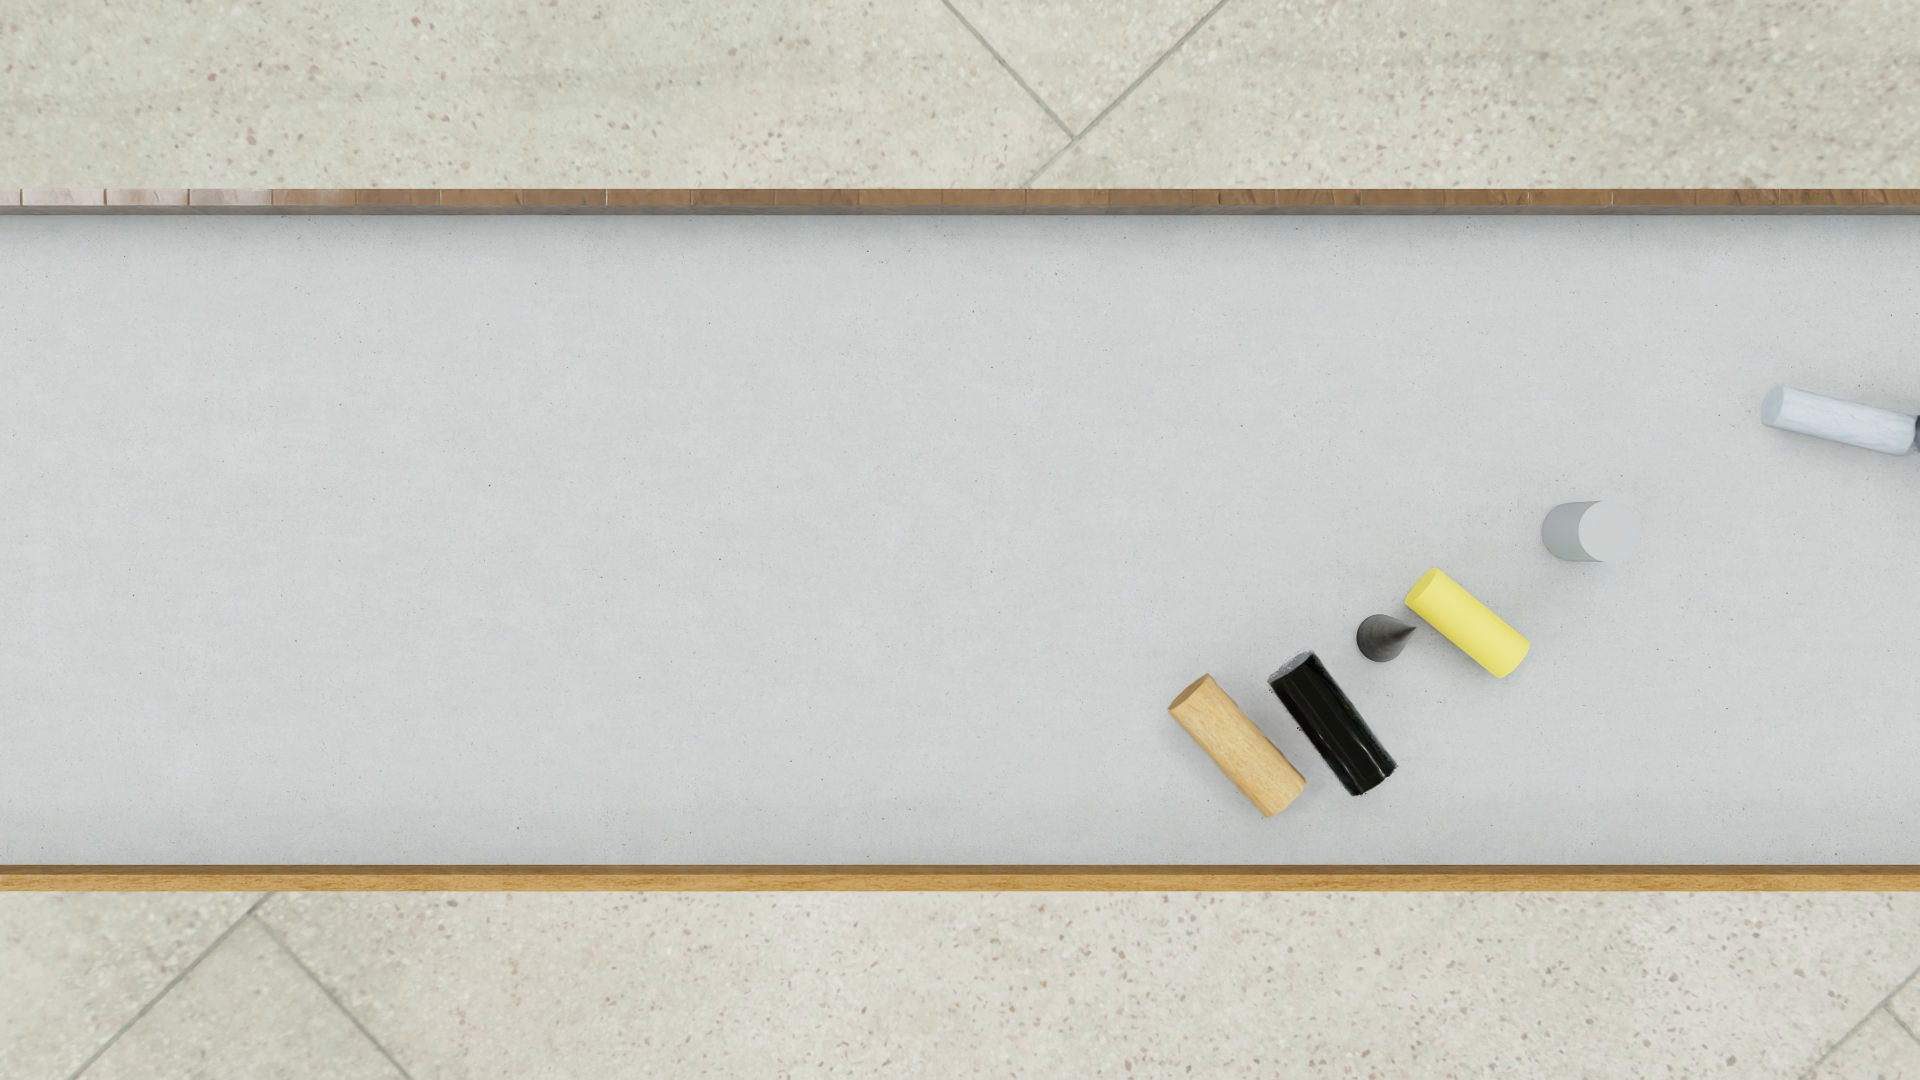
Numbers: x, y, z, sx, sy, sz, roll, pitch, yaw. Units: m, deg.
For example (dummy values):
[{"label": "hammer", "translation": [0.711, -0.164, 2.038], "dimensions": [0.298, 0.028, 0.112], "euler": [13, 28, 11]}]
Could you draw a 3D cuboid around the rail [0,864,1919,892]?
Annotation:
[{"label": "rail", "translation": [-2.247, 1.025, 5.001], "dimensions": [12.000, 0.150, 0.050], "euler": [0, 90, 0]}]

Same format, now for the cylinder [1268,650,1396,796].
[{"label": "cylinder", "translation": [1.125, 0.552, 4.991], "dimensions": [0.168, 0.168, 0.425], "euler": [-36, 90, 0]}]

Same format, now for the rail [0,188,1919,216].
[{"label": "rail", "translation": [-2.247, -1.025, 5.002], "dimensions": [12.000, 0.150, 0.050], "euler": [0, 90, 0]}]

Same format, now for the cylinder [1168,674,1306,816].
[{"label": "cylinder", "translation": [0.840, 0.621, 4.994], "dimensions": [0.164, 0.164, 0.437], "euler": [-43, 90, 0]}]

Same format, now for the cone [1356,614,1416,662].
[{"label": "cone", "translation": [1.292, 0.274, 4.864], "dimensions": [0.149, 0.409, 0.149], "euler": [0, 82, 0]}]

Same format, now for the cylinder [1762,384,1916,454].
[{"label": "cylinder", "translation": [2.670, -0.365, 5.014], "dimensions": [0.407, 0.124, 0.124], "euler": [13, 90, 0]}]

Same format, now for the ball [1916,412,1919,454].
[{"label": "ball", "translation": [3.048, -0.325, 4.888], "dimensions": [0.377, 0.377, 0.377], "euler": [0, 90, 0]}]

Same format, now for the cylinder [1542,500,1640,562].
[{"label": "cylinder", "translation": [1.880, -0.025, 4.925], "dimensions": [0.180, 0.303, 0.180], "euler": [0, 90, 0]}]

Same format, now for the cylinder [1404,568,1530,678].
[{"label": "cylinder", "translation": [1.538, 0.251, 5.004], "dimensions": [0.357, 0.146, 0.146], "euler": [39, 90, 0]}]
